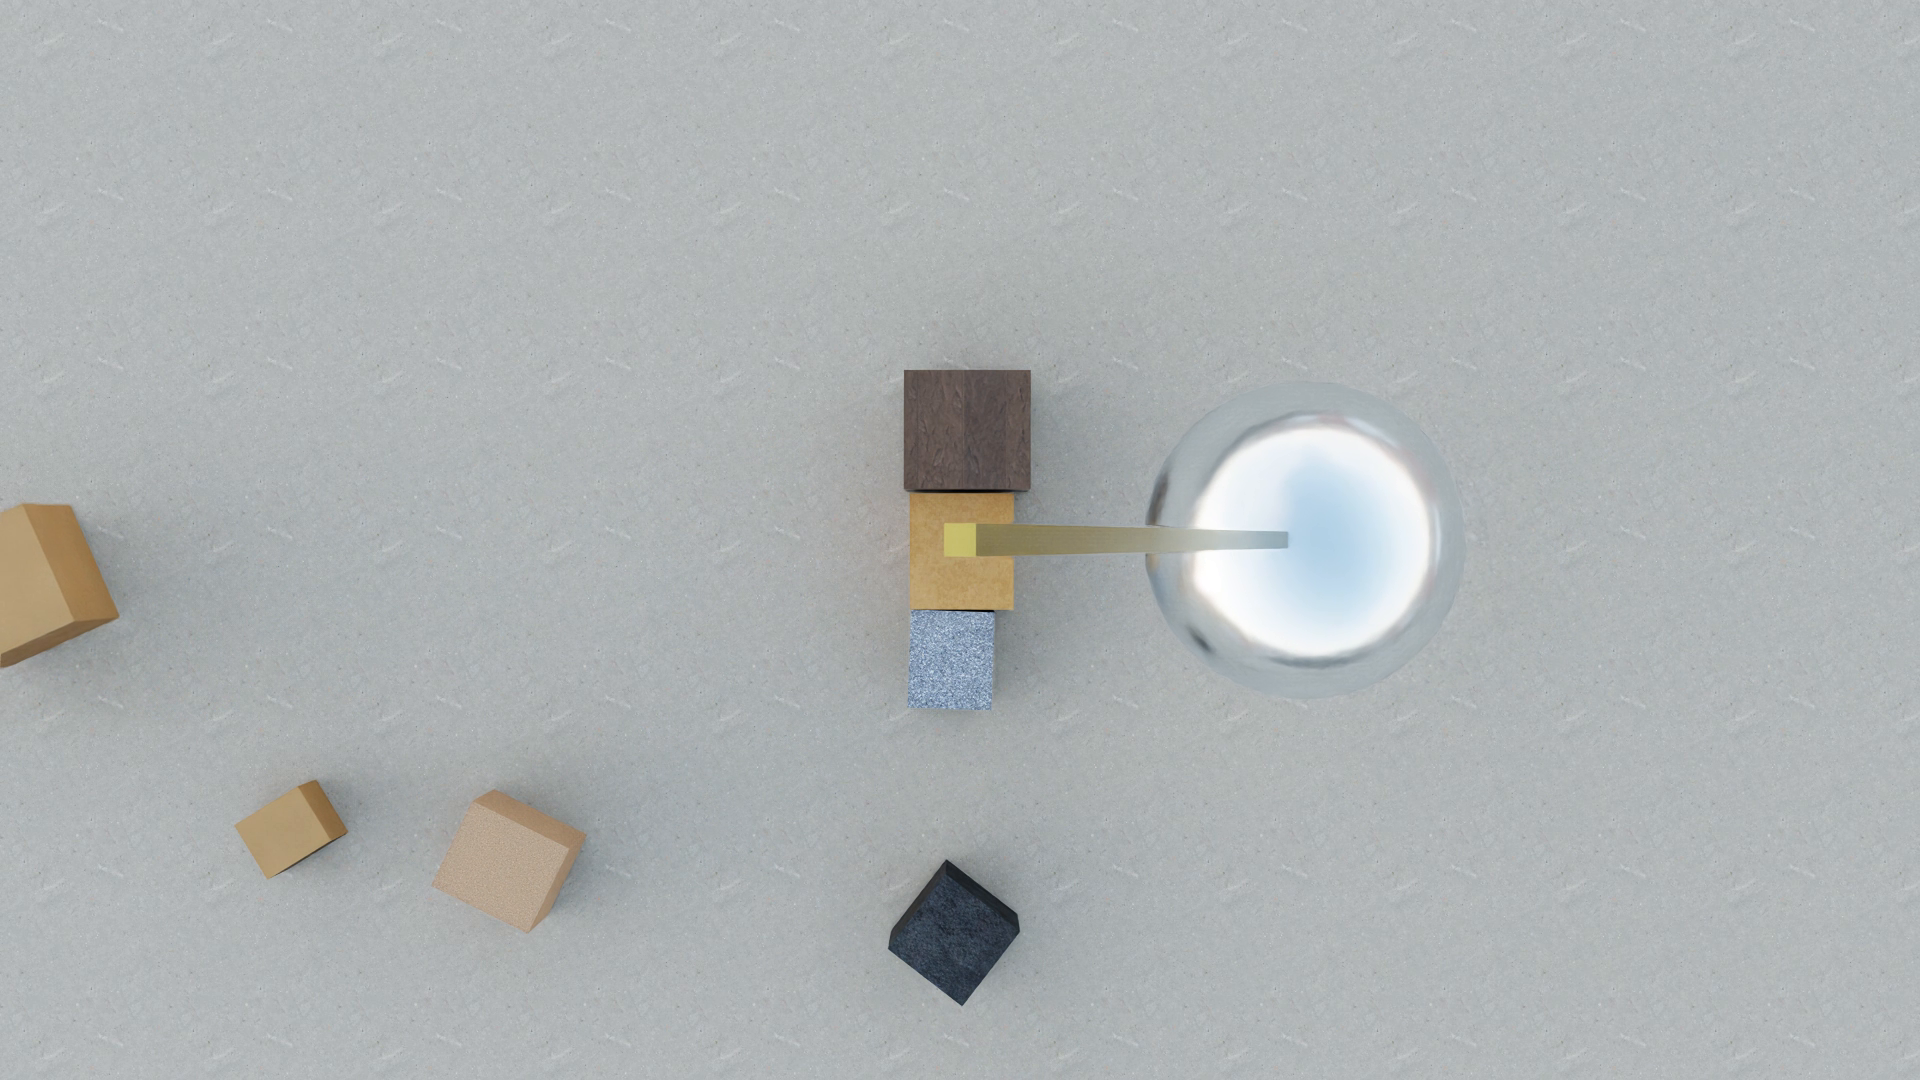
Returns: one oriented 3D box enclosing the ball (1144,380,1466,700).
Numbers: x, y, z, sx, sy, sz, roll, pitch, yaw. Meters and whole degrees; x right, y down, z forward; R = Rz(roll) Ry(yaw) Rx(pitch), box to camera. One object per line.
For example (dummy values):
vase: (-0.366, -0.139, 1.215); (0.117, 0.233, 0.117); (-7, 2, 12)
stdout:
ball: (1.721, 0.000, 11.031); (1.600, 1.600, 1.600); (0, 90, 0)

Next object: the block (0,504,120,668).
block: (-5.440, 0.273, 12.662); (0.722, 0.675, 0.723); (-24, 90, 0)

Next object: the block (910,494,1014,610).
block: (0.009, 0.065, 12.704); (0.587, 0.591, 0.655); (0, 90, 0)

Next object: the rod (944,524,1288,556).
rod: (0.746, 0.000, 7.773); (0.080, 5.200, 0.080); (0, 90, 17)

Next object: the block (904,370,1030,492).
block: (0.040, -0.615, 12.614); (0.706, 0.773, 0.663); (0, 90, 0)

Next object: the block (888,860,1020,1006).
block: (-0.034, 2.260, 12.707); (0.531, 0.585, 0.535); (38, 90, 0)

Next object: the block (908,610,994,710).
block: (-0.050, 0.677, 12.711); (0.474, 0.578, 0.553); (2, 90, 0)

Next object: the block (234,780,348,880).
block: (-3.893, 1.683, 12.818); (0.430, 0.363, 0.368); (-32, 90, 0)

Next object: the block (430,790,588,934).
block: (-2.595, 1.846, 12.703); (0.612, 0.594, 0.533); (26, 90, 0)
